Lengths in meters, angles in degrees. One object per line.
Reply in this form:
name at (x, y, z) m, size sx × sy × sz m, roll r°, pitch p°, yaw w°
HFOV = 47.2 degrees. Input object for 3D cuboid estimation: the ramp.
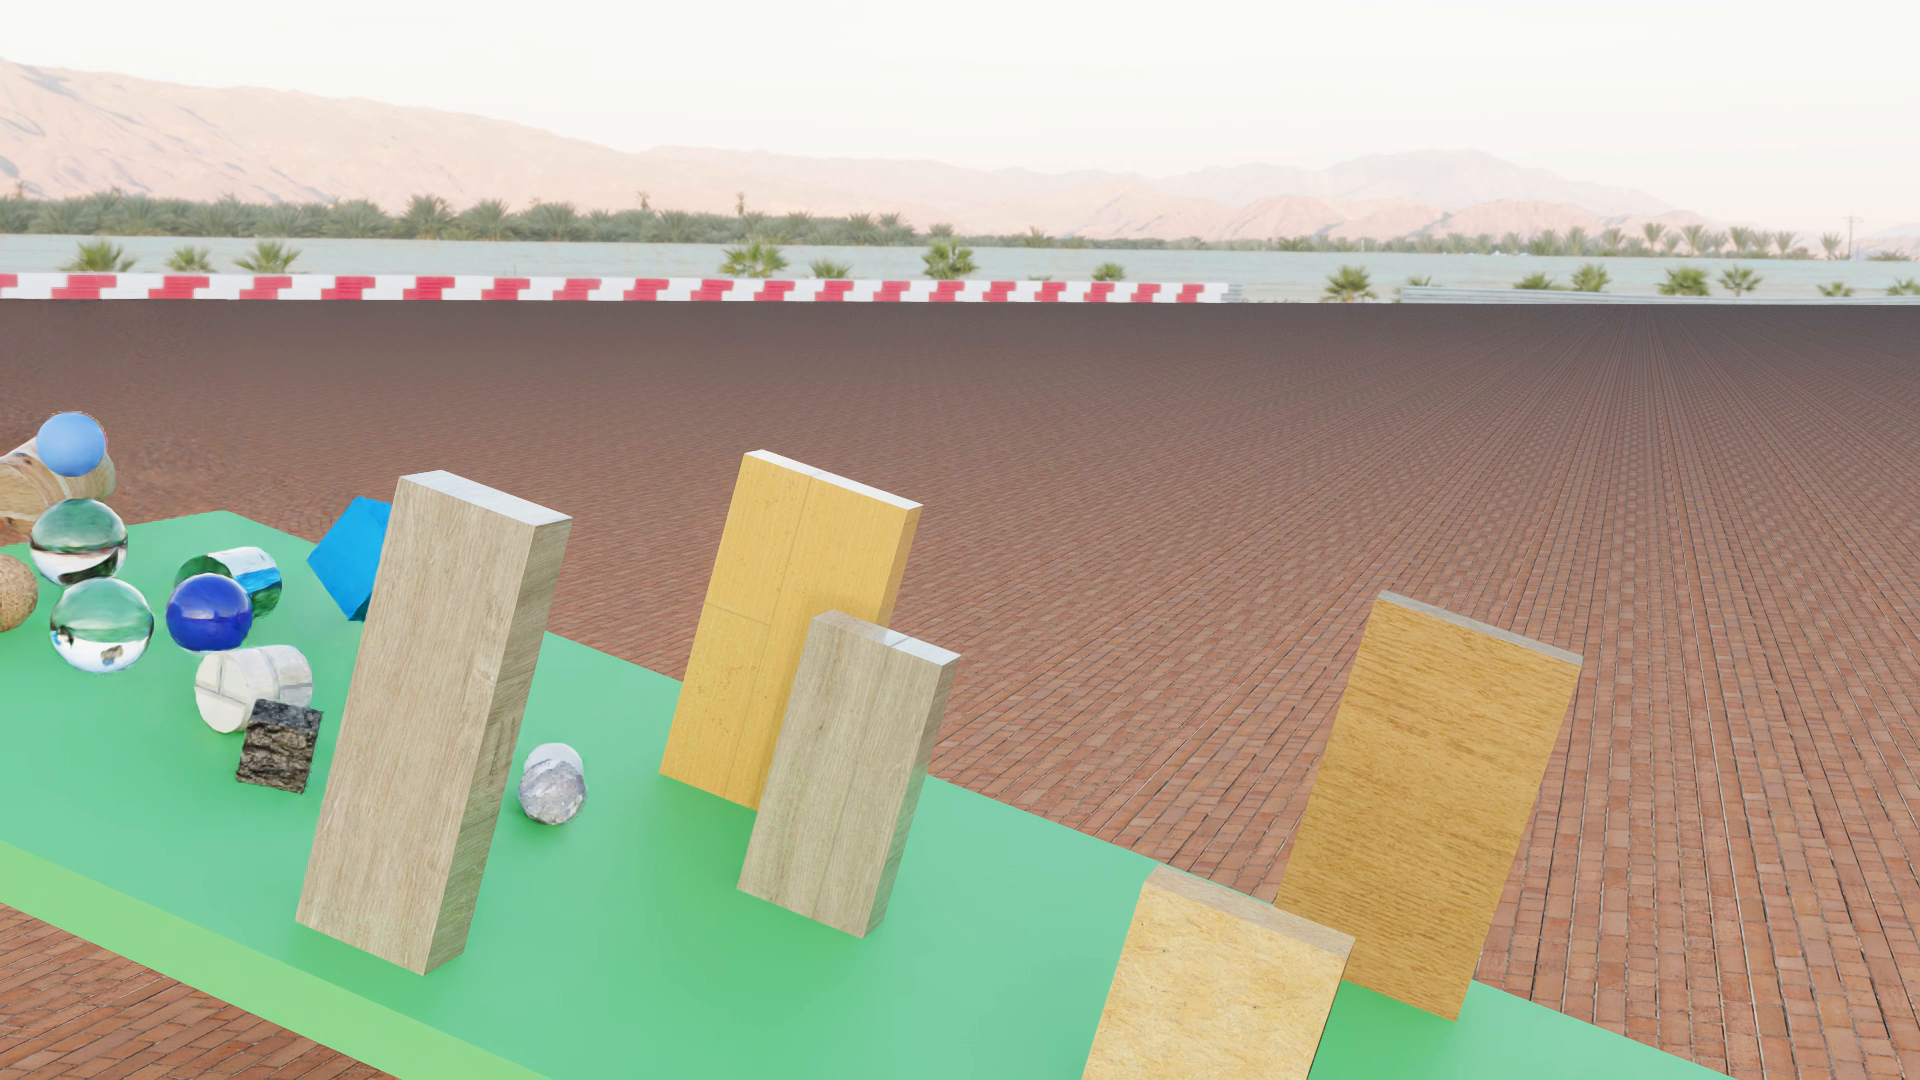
ramp at (-0.371, 0.718, 4.235) m, size 4.000 × 0.100 × 2.000 m, roll 19°, pitch 12°, yaw 14°

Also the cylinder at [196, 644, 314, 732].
cylinder at (-1.363, 0.285, 4.251) m, size 0.156 × 0.156 × 0.156 m, roll 5°, pitch 5°, yaw 33°

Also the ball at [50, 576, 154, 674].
ball at (-1.680, 0.168, 4.307) m, size 0.191 × 0.191 × 0.191 m, roll 0°, pitch 7°, yaw 0°

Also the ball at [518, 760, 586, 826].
ball at (-0.782, 0.483, 4.213) m, size 0.126 × 0.126 × 0.126 m, roll 0°, pitch 7°, yaw 0°

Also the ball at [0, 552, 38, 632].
ball at (-1.915, 0.105, 4.366) m, size 0.159 × 0.159 × 0.159 m, roll 0°, pitch 7°, yaw 0°

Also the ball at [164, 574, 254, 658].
ball at (-1.497, 0.150, 4.386) m, size 0.168 × 0.168 × 0.168 m, roll 0°, pitch 7°, yaw 0°

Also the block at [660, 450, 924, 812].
block at (-0.358, 0.211, 4.603) m, size 0.371 × 0.715 × 0.098 m, roll 19°, pitch 12°, yaw 14°

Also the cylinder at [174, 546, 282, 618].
cylinder at (-1.598, 0.103, 4.805) m, size 0.160 × 0.160 × 0.160 m, roll 2°, pitch 8°, yaw 17°

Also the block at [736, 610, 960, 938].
block at (-0.211, 0.439, 4.142) m, size 0.265 × 0.550 × 0.116 m, roll 19°, pitch 12°, yaw 14°

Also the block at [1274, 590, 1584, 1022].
block at (0.961, 0.553, 4.601) m, size 0.429 × 0.794 × 0.130 m, roll 19°, pitch 12°, yaw 14°

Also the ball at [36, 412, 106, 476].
ball at (-1.947, -0.209, 4.818) m, size 0.141 × 0.141 × 0.141 m, roll 0°, pitch 7°, yaw 0°

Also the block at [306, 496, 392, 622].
block at (-1.299, 0.053, 4.951) m, size 0.195 × 0.195 × 0.195 m, roll 47°, pitch 13°, yaw 25°

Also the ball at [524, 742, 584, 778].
ball at (-0.801, 0.457, 4.333) m, size 0.117 × 0.117 × 0.117 m, roll 0°, pitch 7°, yaw 0°

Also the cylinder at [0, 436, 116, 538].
cylinder at (-2.052, -0.134, 4.960) m, size 0.197 × 0.197 × 0.197 m, roll 4°, pitch 32°, yaw 29°

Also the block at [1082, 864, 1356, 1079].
block at (0.410, 0.799, 3.589) m, size 0.340 × 0.429 × 0.117 m, roll 19°, pitch 12°, yaw 14°

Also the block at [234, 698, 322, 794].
block at (-1.256, 0.380, 4.061) m, size 0.121 × 0.121 × 0.121 m, roll 13°, pitch 12°, yaw -14°

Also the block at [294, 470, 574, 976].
block at (-0.836, 0.288, 3.482) m, size 0.241 × 0.752 × 0.125 m, roll 19°, pitch 12°, yaw 14°

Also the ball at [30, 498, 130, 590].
ball at (-1.899, 0.009, 4.742) m, size 0.200 × 0.200 × 0.200 m, roll 0°, pitch 7°, yaw 0°
